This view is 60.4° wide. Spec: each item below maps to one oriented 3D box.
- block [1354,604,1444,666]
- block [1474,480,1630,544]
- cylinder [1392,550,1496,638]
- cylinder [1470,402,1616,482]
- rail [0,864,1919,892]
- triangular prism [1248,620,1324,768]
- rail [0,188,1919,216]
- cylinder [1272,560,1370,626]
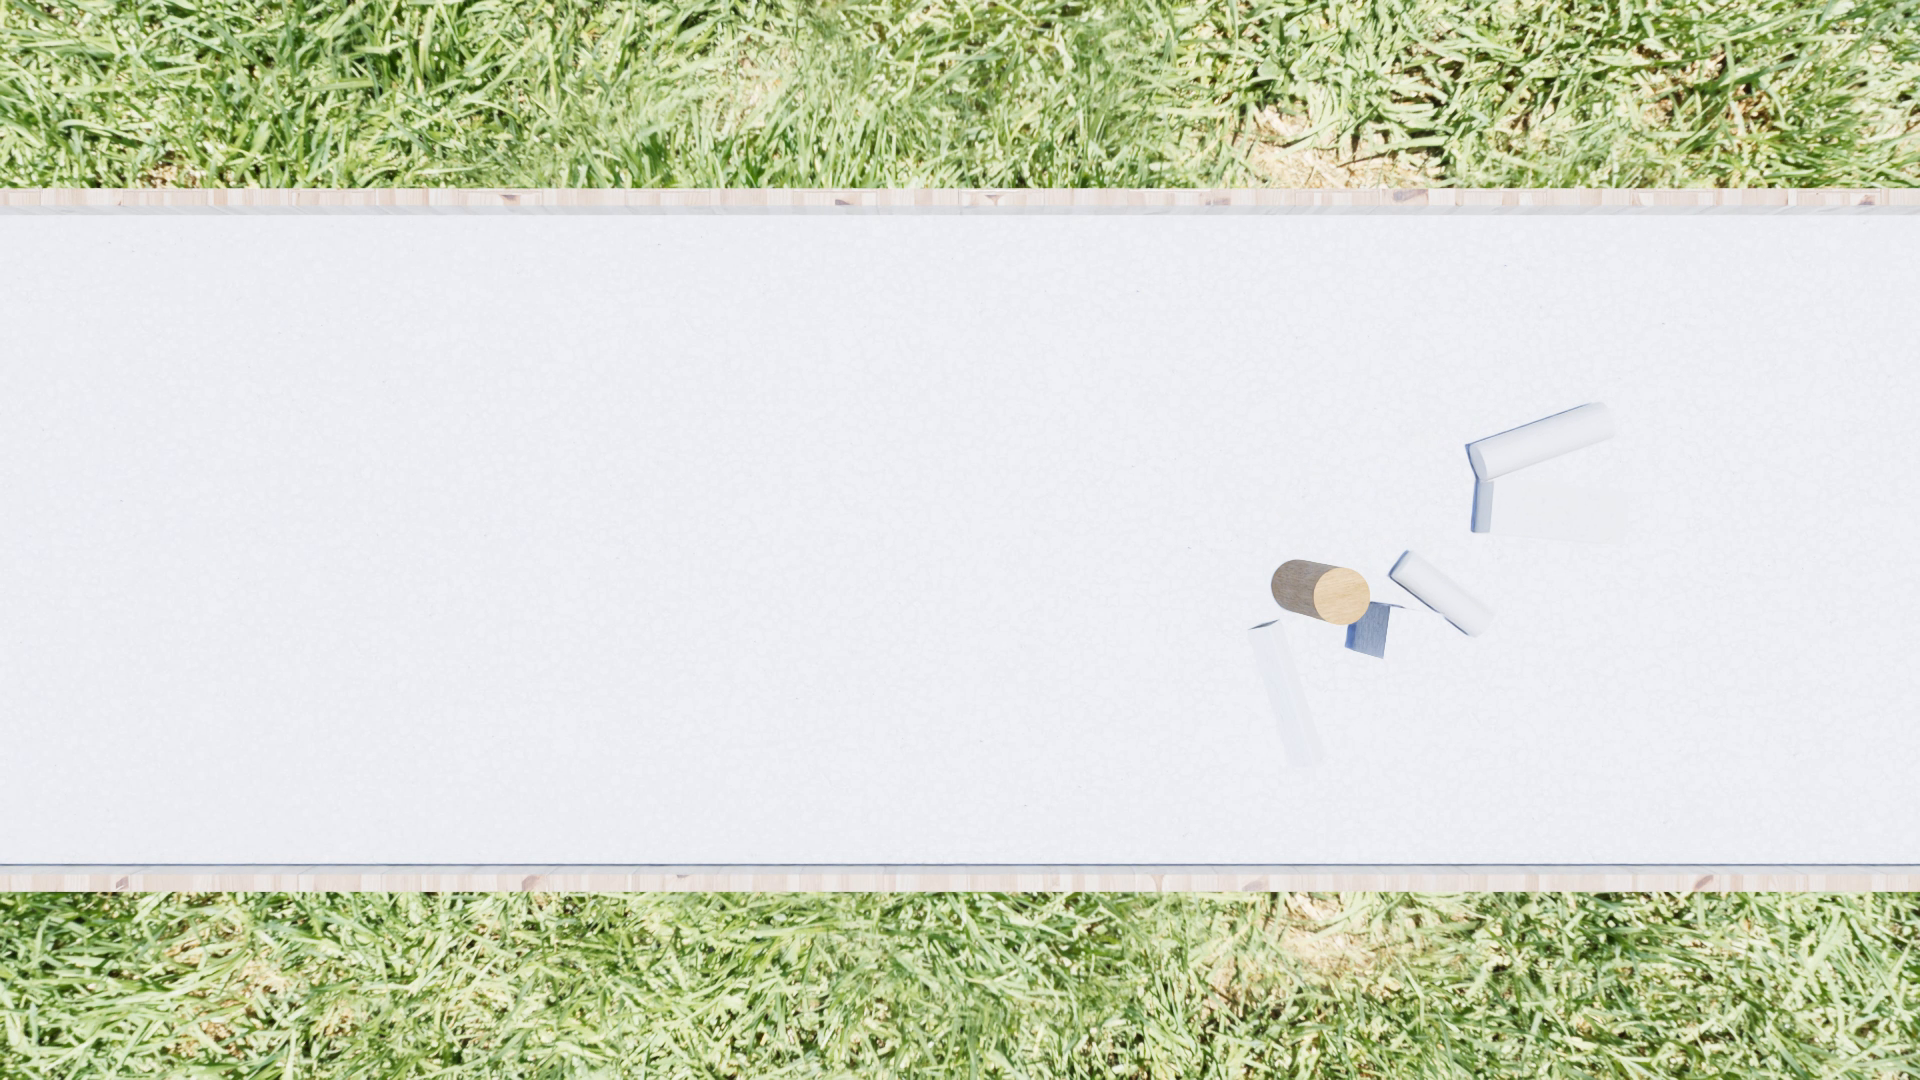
[{"bbox_3d":[1.295,0.276,4.894,0.152,0.365,0.152,8,90,0],"label":"block"},{"bbox_3d":[1.789,-0.082,4.998,0.404,0.156,0.156,5,90,0],"label":"block"},{"bbox_3d":[1.472,0.165,5.025,0.311,0.102,0.102,37,90,0],"label":"cylinder"},{"bbox_3d":[1.770,-0.300,5.016,0.408,0.121,0.121,-19,90,0],"label":"cylinder"},{"bbox_3d":[-2.247,1.025,5.001,12.000,0.150,0.050,0,90,0],"label":"rail"},{"bbox_3d":[1.003,0.472,5.028,0.107,0.092,0.445,-18,90,0],"label":"triangular prism"},{"bbox_3d":[-2.247,-1.025,5.002,12.000,0.150,0.050,0,90,0],"label":"rail"},{"bbox_3d":[1.054,0.149,4.846,0.162,0.450,0.162,0,92,-4],"label":"cylinder"}]
